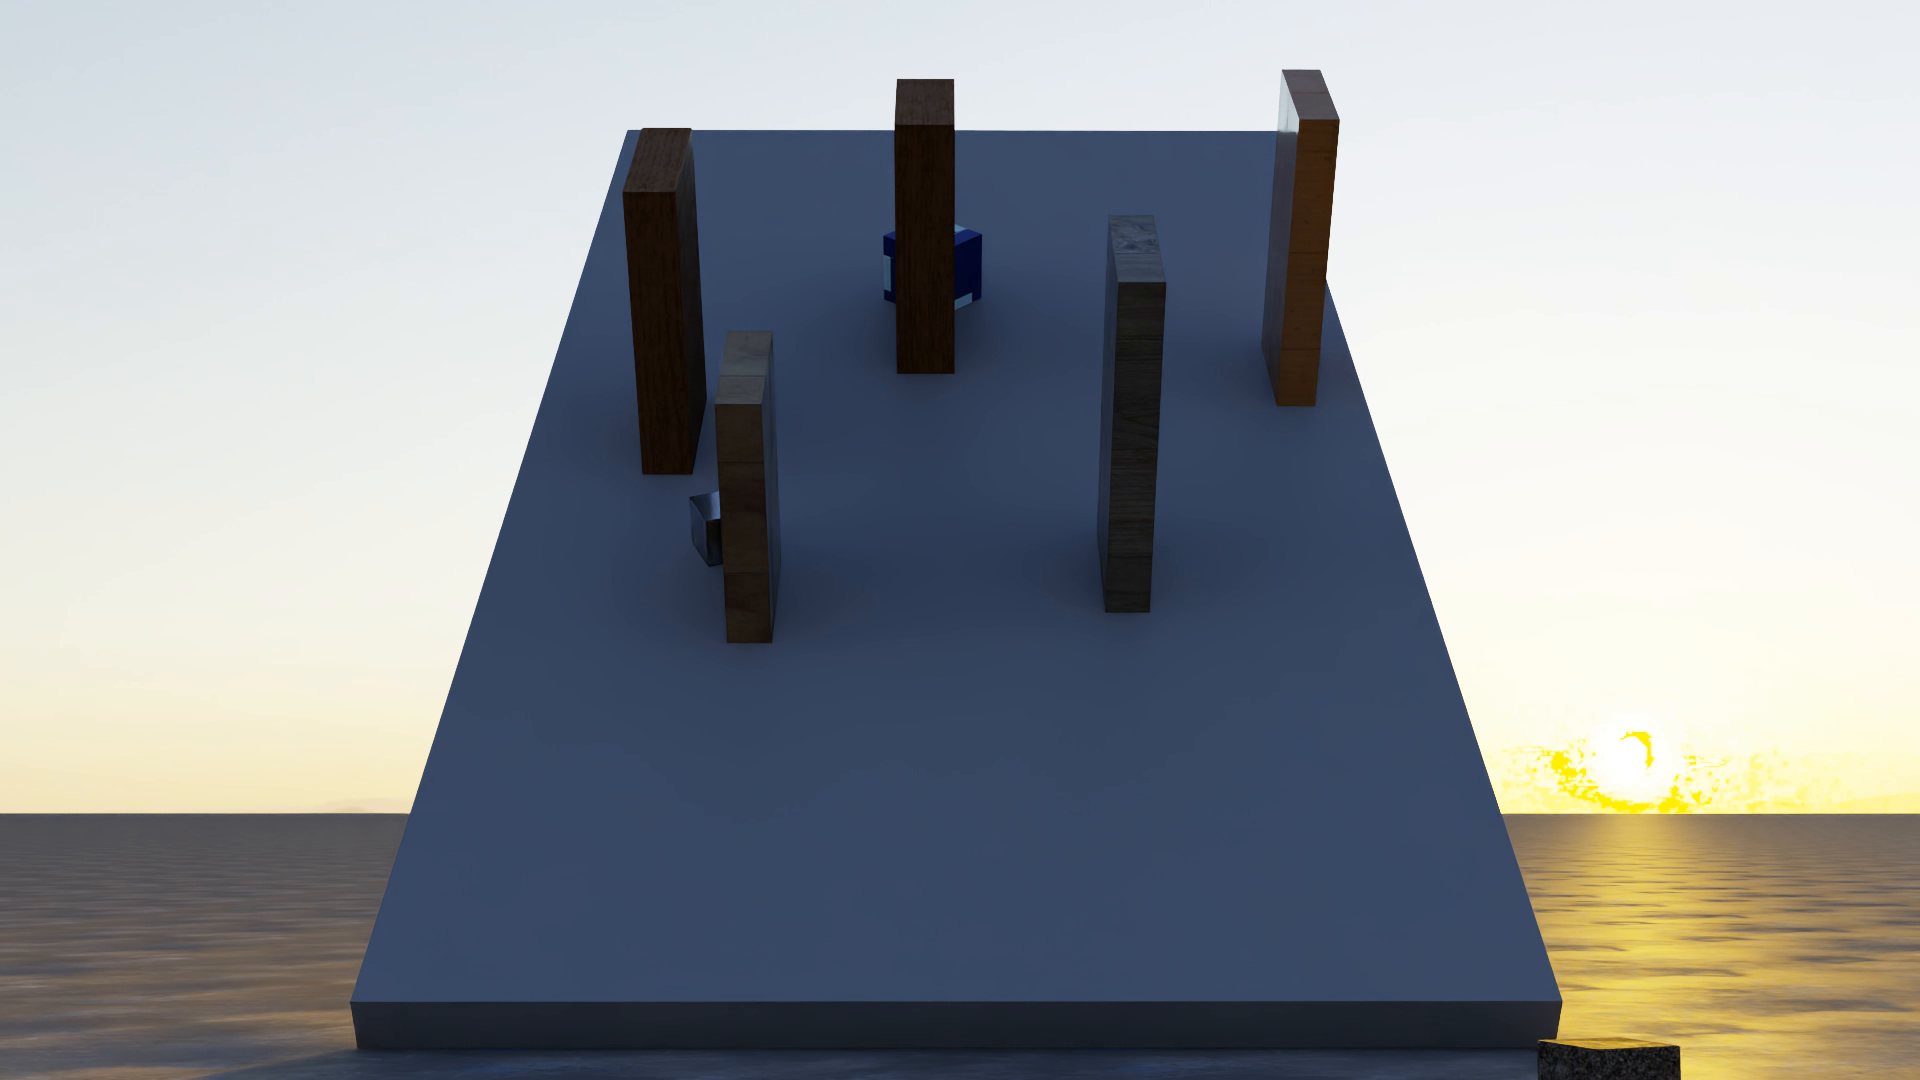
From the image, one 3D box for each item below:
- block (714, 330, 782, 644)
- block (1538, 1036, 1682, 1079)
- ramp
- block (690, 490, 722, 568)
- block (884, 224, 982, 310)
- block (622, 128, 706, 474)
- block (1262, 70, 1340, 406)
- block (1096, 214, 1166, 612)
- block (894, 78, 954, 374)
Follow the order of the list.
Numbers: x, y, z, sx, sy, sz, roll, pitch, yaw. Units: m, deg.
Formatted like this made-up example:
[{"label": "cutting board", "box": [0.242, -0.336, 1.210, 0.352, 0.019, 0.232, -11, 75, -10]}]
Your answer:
[{"label": "block", "box": [-0.428, -0.108, 4.934, 0.091, 0.546, 0.327, 0, 30, 0]}, {"label": "block", "box": [0.776, 0.661, 2.893, 0.118, 0.118, 0.118, 3, -7, -22]}, {"label": "ramp", "box": [-0.013, -0.207, 5.743, 2.000, 0.100, 4.000, 0, 30, 0]}, {"label": "block", "box": [-0.509, -0.029, 5.225, 0.114, 0.114, 0.114, -12, 33, -20]}, {"label": "block", "box": [-0.071, -0.714, 6.331, 0.181, 0.181, 0.181, 25, 38, 35]}, {"label": "block", "box": [-0.669, -0.546, 5.535, 0.114, 0.692, 0.387, 0, 30, 0]}, {"label": "block", "box": [0.812, -0.723, 5.810, 0.093, 0.729, 0.337, 0, 30, 0]}, {"label": "block", "box": [0.349, -0.256, 4.990, 0.093, 0.750, 0.332, 0, 30, 0]}, {"label": "block", "box": [-0.085, -0.772, 5.966, 0.142, 0.649, 0.316, 0, 30, 0]}]
